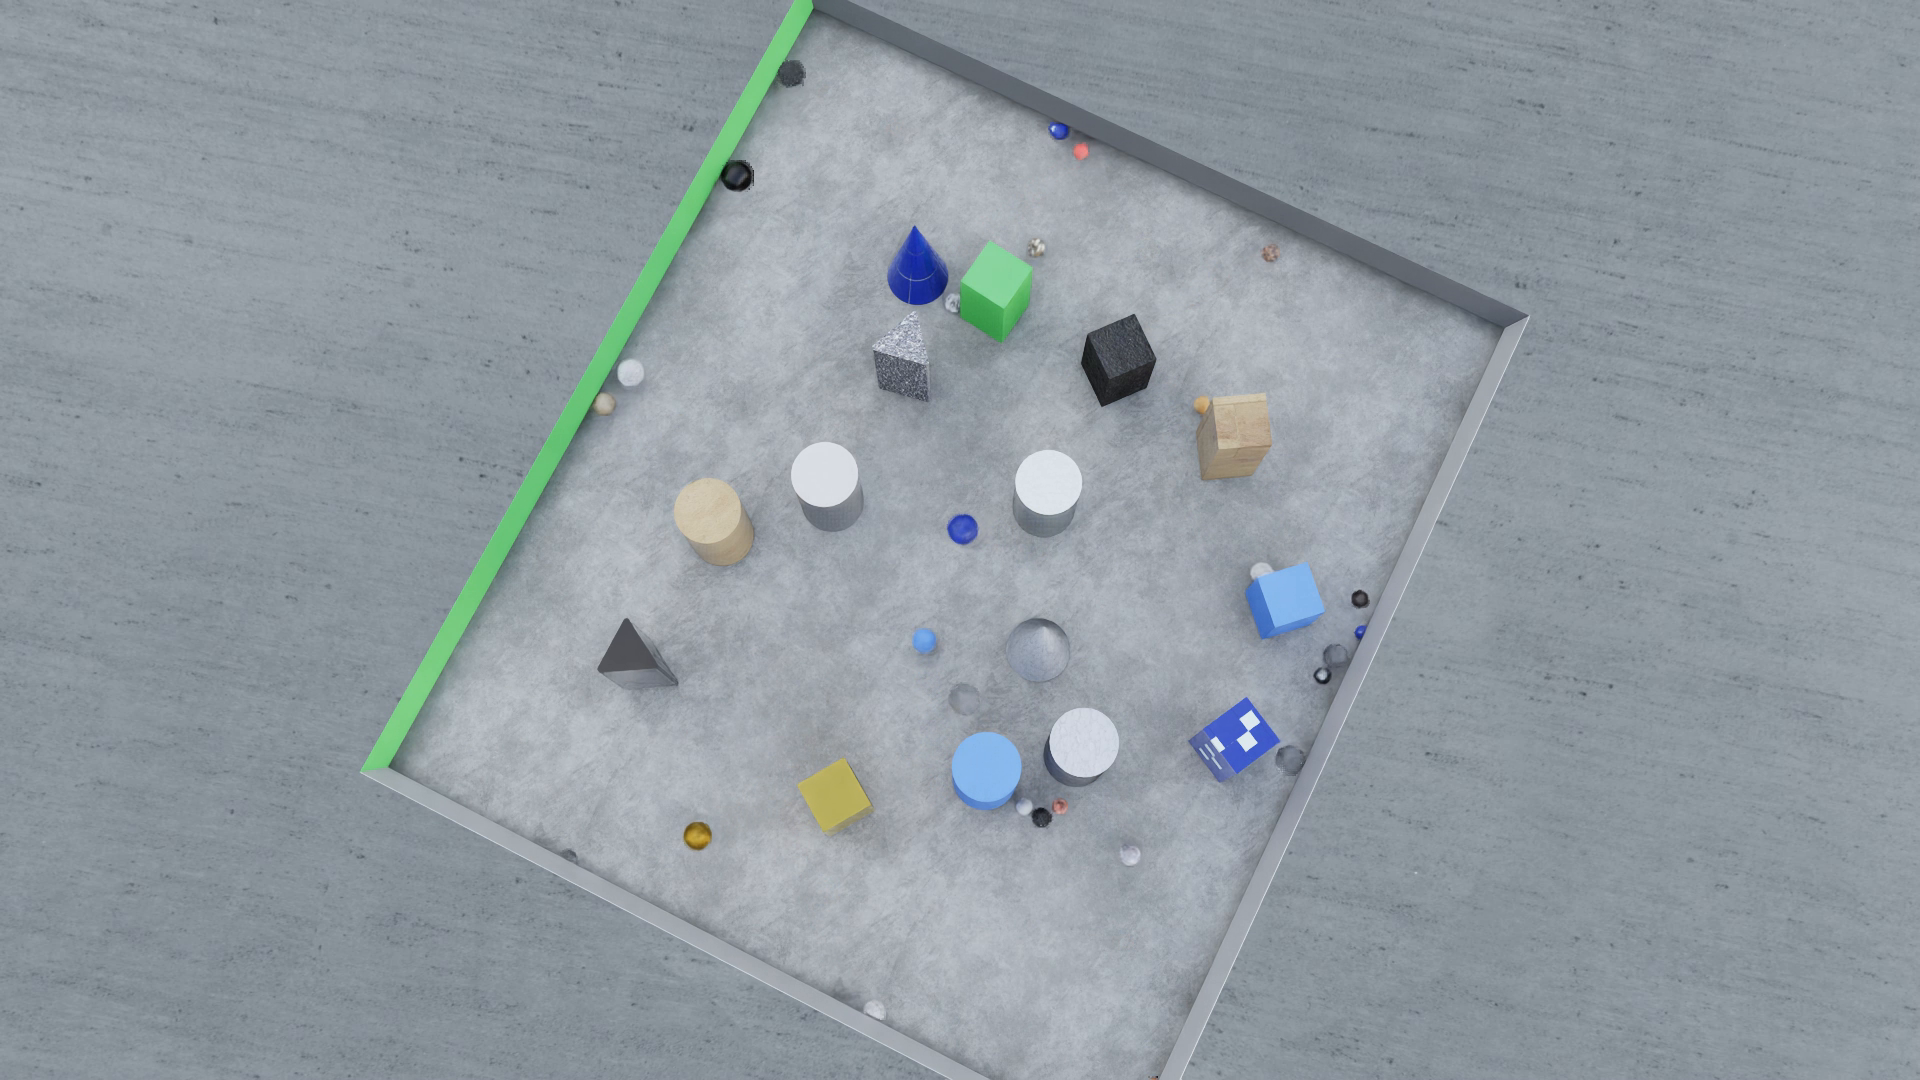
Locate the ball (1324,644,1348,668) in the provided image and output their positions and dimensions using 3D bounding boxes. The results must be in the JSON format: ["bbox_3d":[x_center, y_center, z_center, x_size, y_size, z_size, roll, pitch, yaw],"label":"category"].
[{"bbox_3d":[1.129,0.348,5.506,0.075,0.075,0.075,0,78,0],"label":"ball"}]

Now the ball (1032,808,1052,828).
[{"bbox_3d":[0.241,0.821,5.417,0.059,0.059,0.059,0,78,0],"label":"ball"}]

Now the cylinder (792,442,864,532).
[{"bbox_3d":[-0.392,-0.154,5.471,0.194,0.348,0.194,0,78,0],"label":"cylinder"}]

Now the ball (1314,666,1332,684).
[{"bbox_3d":[1.090,0.407,5.506,0.052,0.052,0.052,0,78,0],"label":"ball"}]

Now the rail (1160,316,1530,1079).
[{"bbox_3d":[1.102,0.546,5.438,0.045,0.126,2.817,26,80,5],"label":"rail"}]

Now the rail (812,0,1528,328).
[{"bbox_3d":[0.619,-1.206,5.801,2.511,0.126,0.045,26,80,5],"label":"rail"}]

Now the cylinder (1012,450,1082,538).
[{"bbox_3d":[0.258,-0.135,5.479,0.194,0.323,0.194,0,78,0],"label":"cylinder"}]

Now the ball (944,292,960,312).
[{"bbox_3d":[-0.018,-0.743,5.739,0.061,0.061,0.061,0,78,0],"label":"ball"}]

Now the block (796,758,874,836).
[{"bbox_3d":[-0.357,0.748,5.321,0.155,0.276,0.155,-30,80,-6],"label":"block"}]

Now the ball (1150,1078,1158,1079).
[{"bbox_3d":[0.559,1.569,5.269,0.044,0.044,0.044,0,78,0],"label":"ball"}]

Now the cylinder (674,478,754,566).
[{"bbox_3d":[-0.728,-0.050,5.451,0.194,0.345,0.194,0,78,0],"label":"cylinder"}]

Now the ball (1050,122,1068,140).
[{"bbox_3d":[0.317,-1.309,5.859,0.056,0.056,0.056,0,78,0],"label":"ball"}]

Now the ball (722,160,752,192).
[{"bbox_3d":[-0.707,-1.151,5.805,0.097,0.097,0.097,0,78,0],"label":"ball"}]

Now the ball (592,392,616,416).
[{"bbox_3d":[-1.101,-0.419,5.666,0.073,0.073,0.073,0,78,0],"label":"ball"}]

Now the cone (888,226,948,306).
[{"bbox_3d":[-0.133,-0.878,5.576,0.194,0.435,0.194,0,78,0],"label":"cone"}]

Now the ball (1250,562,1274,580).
[{"bbox_3d":[0.917,0.101,5.561,0.068,0.068,0.068,0,78,0],"label":"ball"}]

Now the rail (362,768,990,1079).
[{"bbox_3d":[-0.619,1.220,5.299,2.511,0.126,0.045,26,80,5],"label":"rail"}]

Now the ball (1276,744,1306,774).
[{"bbox_3d":[0.979,0.652,5.437,0.088,0.088,0.088,0,78,0],"label":"ball"}]

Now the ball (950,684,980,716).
[{"bbox_3d":[0.015,0.477,5.470,0.094,0.094,0.094,0,78,0],"label":"ball"}]

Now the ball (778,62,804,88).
[{"bbox_3d":[-0.542,-1.496,5.884,0.081,0.081,0.081,0,78,0],"label":"ball"}]

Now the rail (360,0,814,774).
[{"bbox_3d":[-1.102,-0.533,5.661,0.045,0.126,2.817,26,80,5],"label":"rail"}]

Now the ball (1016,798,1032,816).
[{"bbox_3d":[0.191,0.789,5.427,0.050,0.050,0.050,0,78,0],"label":"ball"}]

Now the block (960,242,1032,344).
[{"bbox_3d":[0.110,-0.755,5.604,0.155,0.331,0.155,33,80,6],"label":"block"}]

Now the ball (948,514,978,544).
[{"bbox_3d":[0.010,-0.032,5.575,0.093,0.093,0.093,0,78,0],"label":"ball"}]

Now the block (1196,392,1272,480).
[{"bbox_3d":[0.816,-0.305,5.484,0.155,0.384,0.155,-5,78,-1],"label":"block"}]

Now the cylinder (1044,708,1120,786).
[{"bbox_3d":[0.347,0.603,5.296,0.194,0.383,0.194,0,78,0],"label":"cylinder"}]

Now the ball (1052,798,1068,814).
[{"bbox_3d":[0.295,0.788,5.430,0.047,0.047,0.047,0,78,0],"label":"ball"}]

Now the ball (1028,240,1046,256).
[{"bbox_3d":[0.242,-0.920,5.779,0.054,0.054,0.054,0,78,0],"label":"ball"}]

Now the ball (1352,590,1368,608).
[{"bbox_3d":[1.211,0.178,5.554,0.050,0.050,0.050,0,78,0],"label":"ball"}]

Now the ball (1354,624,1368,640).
[{"bbox_3d":[1.215,0.279,5.535,0.046,0.046,0.046,0,78,0],"label":"ball"}]

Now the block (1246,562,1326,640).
[{"bbox_3d":[0.965,0.183,5.456,0.155,0.241,0.155,-17,79,-3],"label":"block"}]

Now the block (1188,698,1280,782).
[{"bbox_3d":[0.791,0.583,5.317,0.155,0.351,0.155,-35,81,-7],"label":"block"}]

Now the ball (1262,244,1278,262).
[{"bbox_3d":[0.978,-0.903,5.776,0.054,0.054,0.054,0,78,0],"label":"ball"}]

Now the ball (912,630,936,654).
[{"bbox_3d":[-0.108,0.305,5.517,0.072,0.072,0.072,0,78,0],"label":"ball"}]

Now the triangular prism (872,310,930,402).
[{"bbox_3d":[-0.153,-0.562,5.531,0.168,0.395,0.145,17,79,3],"label":"triangular prism"}]

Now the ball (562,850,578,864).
[{"bbox_3d":[-1.152,0.938,5.398,0.047,0.047,0.047,0,78,0],"label":"ball"}]

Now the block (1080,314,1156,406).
[{"bbox_3d":[0.480,-0.544,5.576,0.155,0.299,0.155,-23,79,-5],"label":"block"}]

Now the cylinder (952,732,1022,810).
[{"bbox_3d":[0.074,0.669,5.280,0.194,0.387,0.194,0,78,0],"label":"cylinder"}]

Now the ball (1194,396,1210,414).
[{"bbox_3d":[0.750,-0.418,5.675,0.055,0.055,0.055,0,78,0],"label":"ball"}]

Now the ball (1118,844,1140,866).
[{"bbox_3d":[0.499,0.925,5.393,0.064,0.064,0.064,0,78,0],"label":"ball"}]

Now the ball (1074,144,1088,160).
[{"bbox_3d":[0.386,-1.239,5.849,0.047,0.047,0.047,0,78,0],"label":"ball"}]

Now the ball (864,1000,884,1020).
[{"bbox_3d":[-0.249,1.364,5.303,0.062,0.062,0.062,0,78,0],"label":"ball"}]

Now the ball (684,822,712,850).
[{"bbox_3d":[-0.771,0.870,5.394,0.083,0.083,0.083,0,78,0],"label":"ball"}]

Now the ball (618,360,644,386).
[{"bbox_3d":[-1.022,-0.517,5.682,0.082,0.082,0.082,0,78,0],"label":"ball"}]

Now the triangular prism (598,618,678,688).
[{"bbox_3d":[-0.937,0.331,5.346,0.168,0.396,0.145,-4,78,-1],"label":"triangular prism"}]

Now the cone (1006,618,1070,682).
[{"bbox_3d":[0.237,0.288,5.331,0.194,0.443,0.194,0,78,0],"label":"cone"}]
